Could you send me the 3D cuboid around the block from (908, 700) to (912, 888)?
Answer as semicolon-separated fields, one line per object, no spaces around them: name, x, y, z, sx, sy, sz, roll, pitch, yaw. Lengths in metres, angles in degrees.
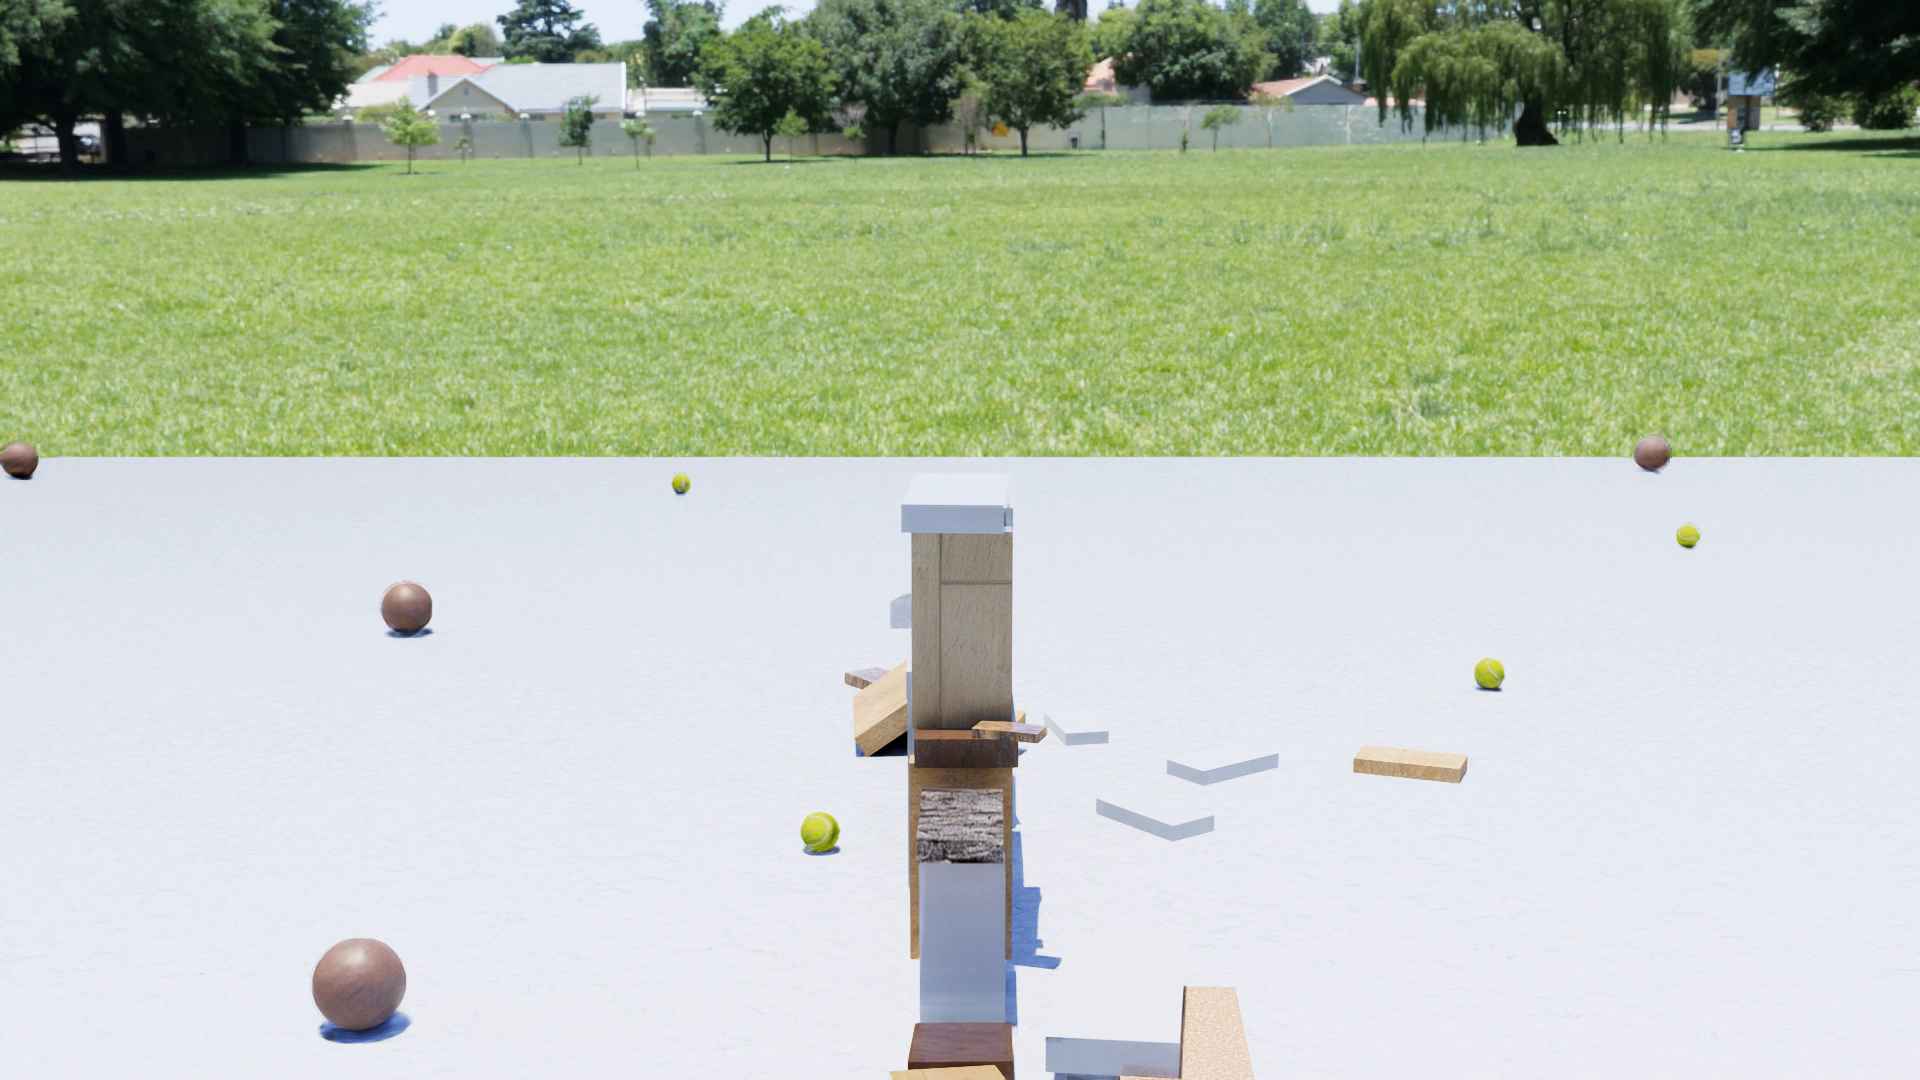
block;-0.003;0.417;3.684;0.167;0.335;0.047;0;11;0

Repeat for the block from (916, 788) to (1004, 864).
block;0.002;0.413;3.191;0.121;0.034;0.242;0;11;1

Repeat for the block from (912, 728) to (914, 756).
block;0.003;0.448;3.577;0.156;0.312;0.044;0;11;2

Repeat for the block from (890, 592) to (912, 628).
block;-0.028;0.128;4.020;0.169;0.048;0.338;0;1;4

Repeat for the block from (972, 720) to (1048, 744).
block;0.075;0.288;3.304;0.103;0.015;0.051;4;11;18

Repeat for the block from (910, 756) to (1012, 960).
block;0.002;0.487;3.371;0.156;0.312;0.044;0;10;0

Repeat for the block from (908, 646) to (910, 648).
block;-0.005;0.188;4.115;0.169;0.048;0.338;0;11;1

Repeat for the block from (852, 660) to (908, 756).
block;-0.141;0.344;4.626;0.169;0.048;0.338;-34;10;3

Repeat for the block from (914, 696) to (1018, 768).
block;0.008;0.291;3.446;0.156;0.044;0.312;0;11;-1

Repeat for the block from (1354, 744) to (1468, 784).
block;0.895;0.445;4.370;0.208;0.029;0.104;4;11;21

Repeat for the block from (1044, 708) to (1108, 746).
block;0.244;0.395;4.648;0.092;0.026;0.185;-2;11;-12

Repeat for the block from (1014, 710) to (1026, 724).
block;0.027;0.404;4.422;0.130;0.037;0.259;8;23;20

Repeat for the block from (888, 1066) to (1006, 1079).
block;-0.004;0.673;2.614;0.134;0.038;0.267;-2;-2;-8

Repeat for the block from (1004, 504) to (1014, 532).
block;0.008;0.095;3.548;0.152;0.304;0.043;0;10;0

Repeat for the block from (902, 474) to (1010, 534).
block;-0.004;-0.059;3.423;0.152;0.043;0.304;1;10;3

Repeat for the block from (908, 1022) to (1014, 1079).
block;0.003;0.682;2.909;0.134;0.038;0.267;-1;-2;1

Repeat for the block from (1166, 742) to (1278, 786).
block;0.523;0.444;4.374;0.208;0.029;0.104;-8;13;-37

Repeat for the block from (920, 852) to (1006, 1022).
block;0.004;0.566;3.130;0.121;0.242;0.034;0;8;1

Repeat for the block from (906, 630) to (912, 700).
block;-0.004;0.208;3.763;0.167;0.047;0.335;0;11;0

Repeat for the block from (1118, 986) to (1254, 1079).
block;0.299;0.693;2.979;0.173;0.049;0.346;0;11;2

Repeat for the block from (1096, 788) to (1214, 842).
block;0.358;0.505;4.047;0.104;0.029;0.208;-8;13;-37

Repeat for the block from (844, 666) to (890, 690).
block;-0.173;0.326;5.017;0.092;0.026;0.184;-8;13;-37

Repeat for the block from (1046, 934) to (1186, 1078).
block;0.219;0.635;3.024;0.173;0.049;0.374;1;11;7

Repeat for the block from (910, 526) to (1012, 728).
block;0.002;0.133;3.341;0.152;0.304;0.043;0;11;-2
